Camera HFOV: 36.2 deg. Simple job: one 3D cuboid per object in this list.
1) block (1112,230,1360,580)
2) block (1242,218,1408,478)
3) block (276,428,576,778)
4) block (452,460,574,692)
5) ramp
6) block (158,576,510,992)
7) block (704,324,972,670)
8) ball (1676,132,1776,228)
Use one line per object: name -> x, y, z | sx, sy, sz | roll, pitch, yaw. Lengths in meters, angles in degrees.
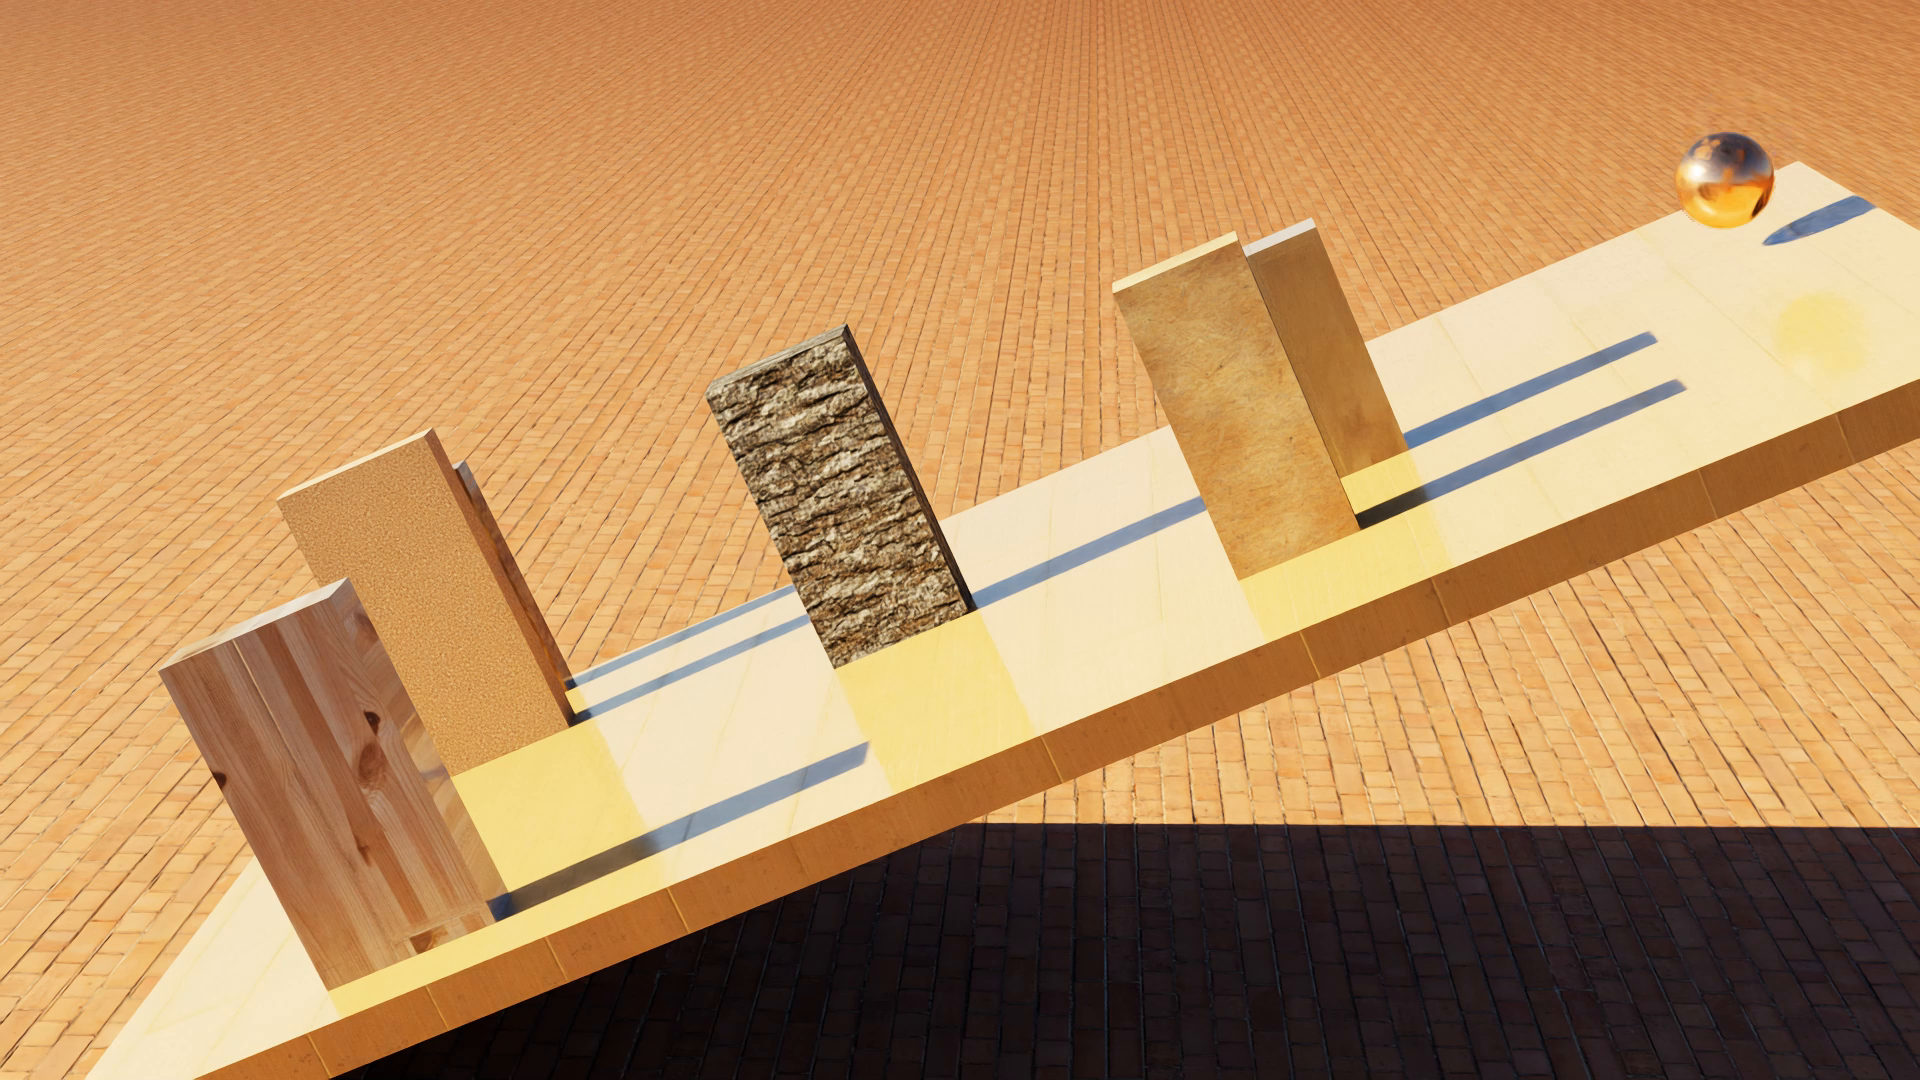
block -> 0.531, -0.255, 5.642 | 0.254, 0.613, 0.112 | -23, 13, 8
block -> 0.633, -0.344, 6.064 | 0.414, 0.503, 0.123 | -23, 13, 8
block -> -1.246, 0.163, 6.887 | 0.387, 0.766, 0.093 | -23, 13, 8
block -> -1.241, 0.150, 7.272 | 0.325, 0.618, 0.091 | -23, 13, 8
ramp -> 0.131, 0.170, 6.285 | 4.000, 0.100, 2.000 | -23, 13, 8
block -> -1.201, 0.473, 5.674 | 0.368, 0.710, 0.143 | -23, 13, 8
block -> -0.258, -0.093, 6.330 | 0.320, 0.663, 0.139 | -23, 13, 8
ball -> 1.644, -0.773, 6.321 | 0.208, 0.208, 0.208 | 0, 15, 0
